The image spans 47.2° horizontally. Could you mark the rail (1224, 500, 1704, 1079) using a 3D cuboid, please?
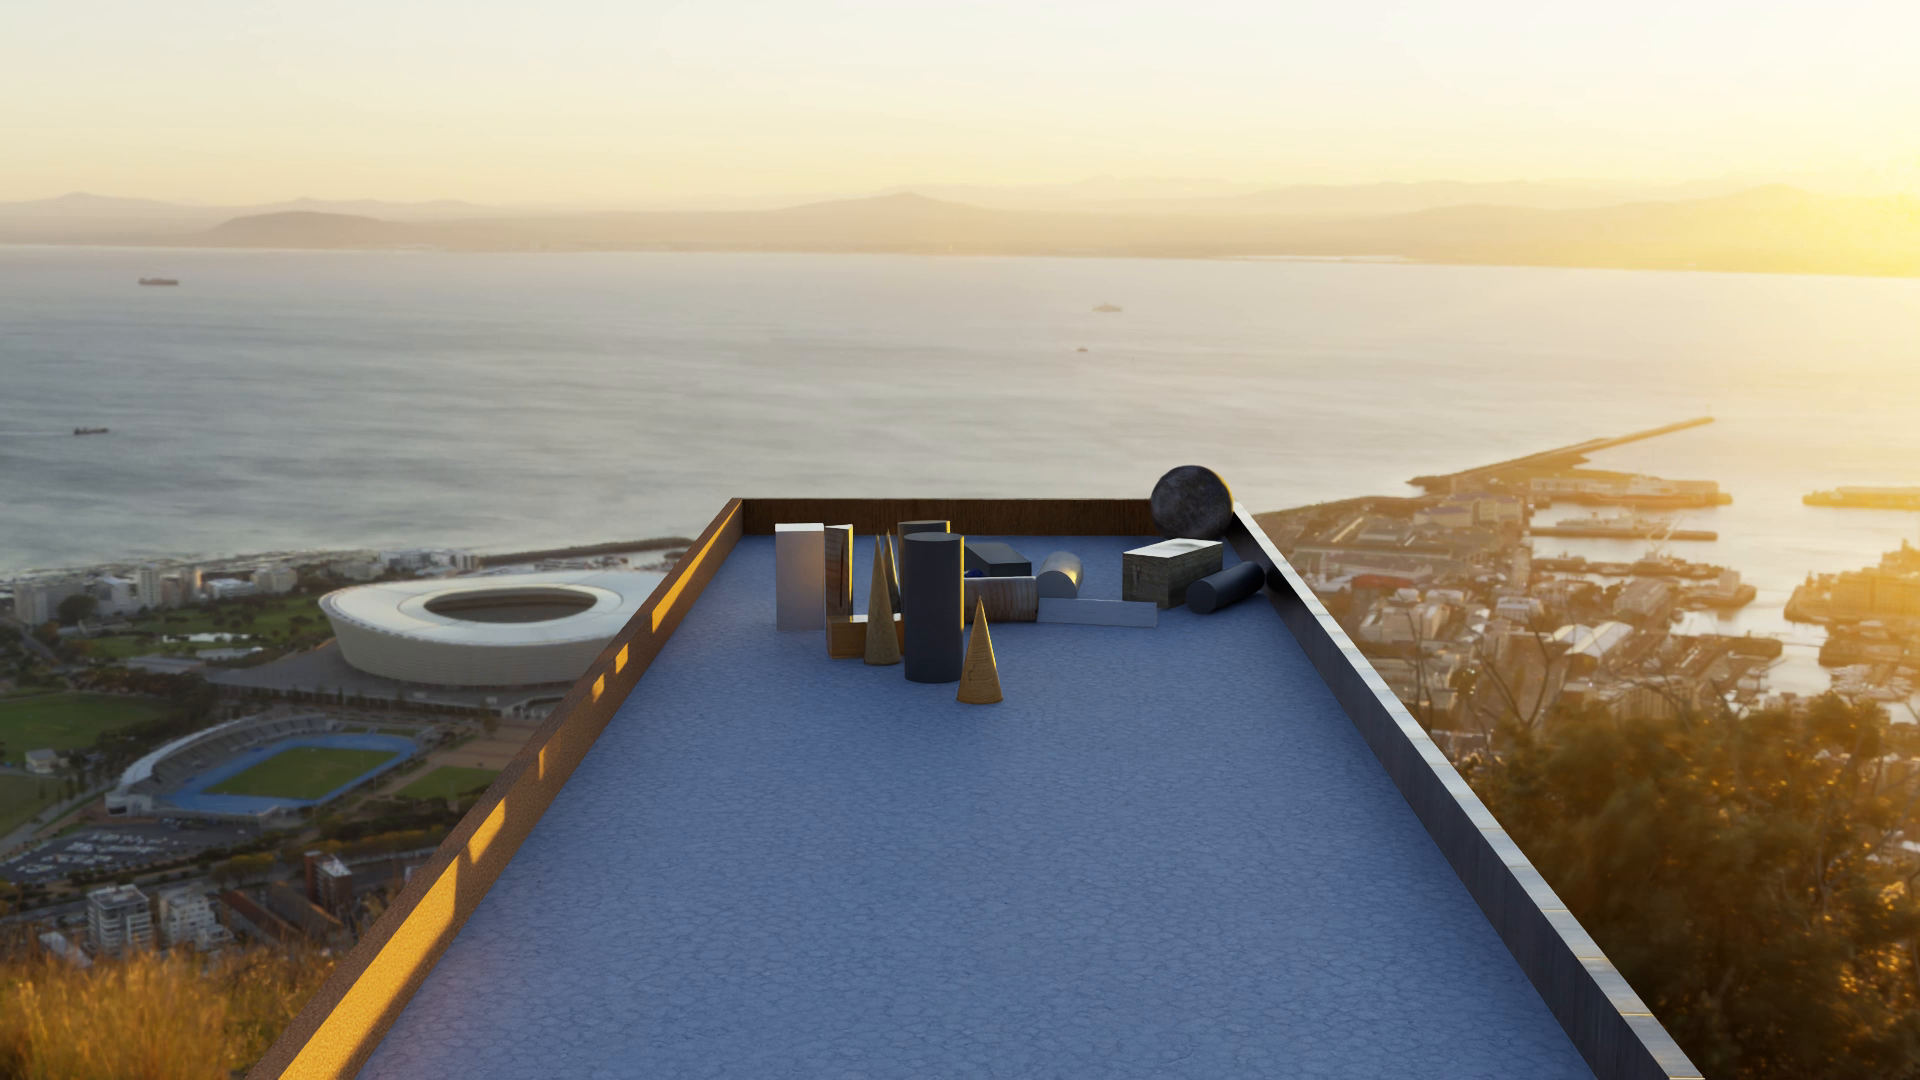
[{"bbox_3d":[1.046,0.843,3.208,0.050,0.150,12.000,0,9,1],"label":"rail"}]

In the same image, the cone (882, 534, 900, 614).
[{"bbox_3d":[-0.235,0.121,7.206,0.104,0.326,0.104,0,9,0],"label":"cone"}]

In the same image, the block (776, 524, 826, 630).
[{"bbox_3d":[-0.523,0.120,7.204,0.156,0.328,0.156,-1,9,-5],"label":"block"}]

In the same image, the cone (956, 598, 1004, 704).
[{"bbox_3d":[0.056,0.299,6.160,0.133,0.300,0.133,0,9,0],"label":"cone"}]

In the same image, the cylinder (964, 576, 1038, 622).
[{"bbox_3d":[0.041,0.198,7.291,0.420,0.146,0.146,-1,9,-8],"label":"cylinder"}]

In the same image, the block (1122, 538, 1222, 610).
[{"bbox_3d":[0.747,0.115,7.710,0.180,0.180,0.398,6,11,34],"label":"block"}]

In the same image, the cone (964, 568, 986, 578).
[{"bbox_3d":[-0.088,0.184,7.628,0.381,0.140,0.140,-6,3,41],"label":"cone"}]

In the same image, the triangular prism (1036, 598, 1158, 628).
[{"bbox_3d":[0.455,0.235,7.272,0.392,0.075,0.087,2,9,14],"label":"triangular prism"}]

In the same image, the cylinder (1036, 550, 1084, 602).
[{"bbox_3d":[0.339,0.146,7.600,0.153,0.153,0.408,1,9,7],"label":"cylinder"}]

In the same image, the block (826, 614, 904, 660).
[{"bbox_3d":[-0.238,0.295,6.790,0.333,0.112,0.112,-2,9,-11],"label":"block"}]

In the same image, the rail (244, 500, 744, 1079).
[{"bbox_3d":[-1.004,0.839,3.234,0.050,0.150,12.000,0,9,1],"label":"rail"}]

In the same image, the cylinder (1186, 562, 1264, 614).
[{"bbox_3d":[0.921,0.163,7.617,0.116,0.116,0.449,5,10,28],"label":"cylinder"}]

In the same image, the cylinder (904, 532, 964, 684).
[{"bbox_3d":[-0.076,0.197,6.434,0.173,0.418,0.173,0,9,0],"label":"cylinder"}]

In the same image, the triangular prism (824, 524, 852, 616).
[{"bbox_3d":[-0.366,0.137,6.980,0.093,0.365,0.080,6,11,33],"label":"triangular prism"}]

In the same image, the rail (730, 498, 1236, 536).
[{"bbox_3d":[0.099,-0.098,9.147,2.100,0.150,0.050,0,9,1],"label":"rail"}]

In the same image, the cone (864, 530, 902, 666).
[{"bbox_3d":[-0.242,0.169,6.629,0.116,0.406,0.116,-2,11,0],"label":"cone"}]

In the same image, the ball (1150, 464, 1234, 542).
[{"bbox_3d":[0.926,-0.136,8.799,0.334,0.334,0.334,0,9,0],"label":"ball"}]

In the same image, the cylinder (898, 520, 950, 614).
[{"bbox_3d":[-0.109,0.129,6.960,0.164,0.372,0.164,-2,4,0],"label":"cylinder"}]

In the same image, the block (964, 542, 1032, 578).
[{"bbox_3d":[0.128,0.119,7.786,0.149,0.149,0.449,-2,9,-11],"label":"block"}]
